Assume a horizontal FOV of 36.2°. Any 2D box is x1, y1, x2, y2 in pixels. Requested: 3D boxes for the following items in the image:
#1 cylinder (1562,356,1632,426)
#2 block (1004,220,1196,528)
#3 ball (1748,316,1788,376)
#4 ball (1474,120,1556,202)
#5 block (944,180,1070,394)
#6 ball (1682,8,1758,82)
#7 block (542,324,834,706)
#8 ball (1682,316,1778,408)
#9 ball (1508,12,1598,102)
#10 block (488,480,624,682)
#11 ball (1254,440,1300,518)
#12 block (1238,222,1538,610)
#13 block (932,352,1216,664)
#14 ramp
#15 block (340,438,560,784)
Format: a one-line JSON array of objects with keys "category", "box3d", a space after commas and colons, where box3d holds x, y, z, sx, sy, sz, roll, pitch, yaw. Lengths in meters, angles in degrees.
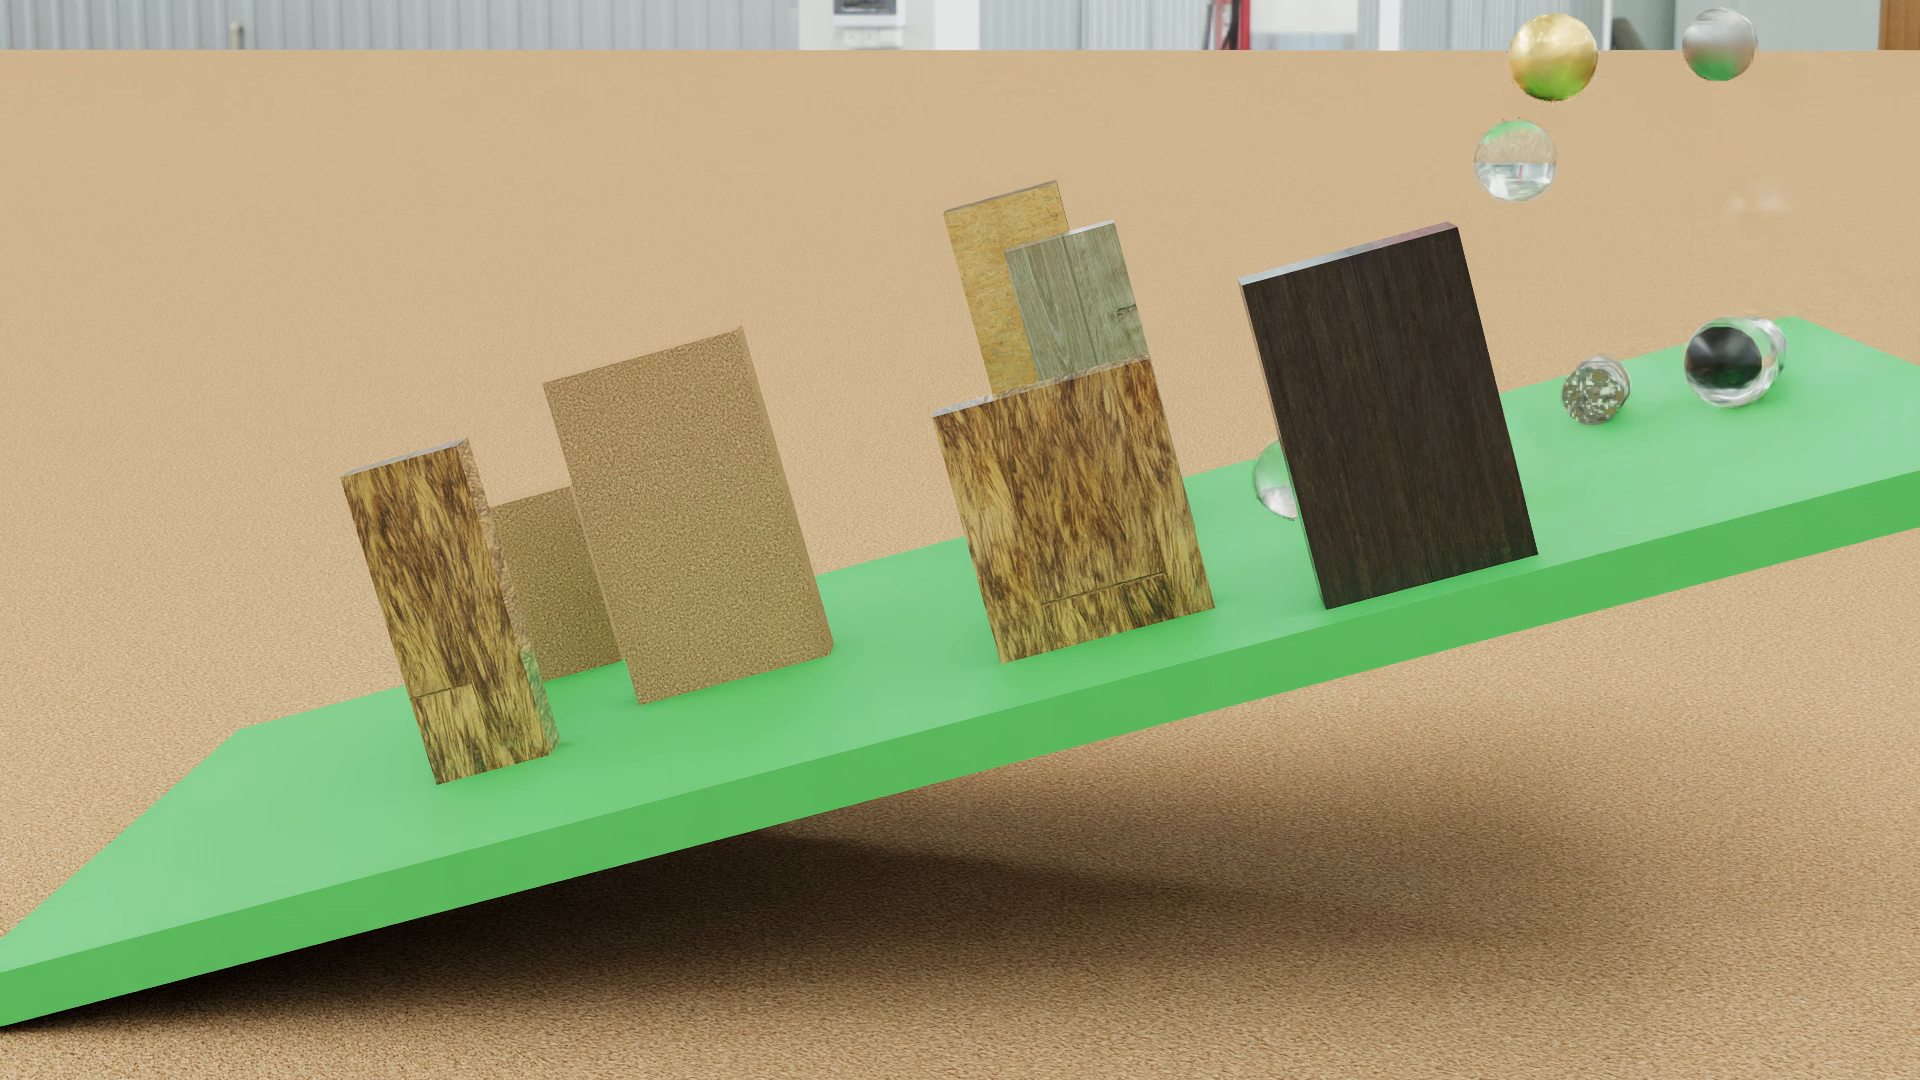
[{"category": "cylinder", "box3d": [1.407, -0.331, 6.500, 0.130, 0.130, 0.130, 4, 16, 21]}, {"category": "block", "box3d": [0.313, -0.338, 6.563, 0.251, 0.705, 0.115, -15, 9, 4]}, {"category": "ball", "box3d": [1.719, -0.409, 6.379, 0.150, 0.150, 0.150, 0, 10, 0]}, {"category": "ball", "box3d": [1.179, -0.805, 6.243, 0.171, 0.171, 0.171, 0, 10, 0]}, {"category": "block", "box3d": [0.200, -0.428, 6.981, 0.273, 0.799, 0.139, -15, 9, 4]}, {"category": "ball", "box3d": [1.594, -1.039, 6.171, 0.153, 0.153, 0.153, 0, 10, 0]}, {"category": "block", "box3d": [-0.577, -0.052, 6.299, 0.427, 0.721, 0.119, -15, 9, 4]}, {"category": "ball", "box3d": [1.626, -0.376, 6.209, 0.194, 0.194, 0.194, 0, 10, 0]}, {"category": "ball", "box3d": [1.228, -1.000, 6.092, 0.182, 0.182, 0.182, 0, 10, 0]}, {"category": "block", "box3d": [-0.999, 0.110, 6.935, 0.312, 0.431, 0.104, -15, 9, 4]}, {"category": "ball", "box3d": [0.723, -0.136, 6.324, 0.181, 0.181, 0.181, 0, 10, 0]}, {"category": "block", "box3d": [0.785, -0.229, 5.411, 0.399, 0.619, 0.140, -15, 9, 4]}, {"category": "block", "box3d": [0.222, -0.062, 5.718, 0.430, 0.502, 0.110, -15, 9, 4]}, {"category": "ramp", "box3d": [0.082, 0.190, 6.328, 4.000, 0.100, 2.000, -15, 9, 4]}, {"category": "block", "box3d": [-1.049, 0.147, 6.073, 0.248, 0.666, 0.120, -15, 9, 4]}]
